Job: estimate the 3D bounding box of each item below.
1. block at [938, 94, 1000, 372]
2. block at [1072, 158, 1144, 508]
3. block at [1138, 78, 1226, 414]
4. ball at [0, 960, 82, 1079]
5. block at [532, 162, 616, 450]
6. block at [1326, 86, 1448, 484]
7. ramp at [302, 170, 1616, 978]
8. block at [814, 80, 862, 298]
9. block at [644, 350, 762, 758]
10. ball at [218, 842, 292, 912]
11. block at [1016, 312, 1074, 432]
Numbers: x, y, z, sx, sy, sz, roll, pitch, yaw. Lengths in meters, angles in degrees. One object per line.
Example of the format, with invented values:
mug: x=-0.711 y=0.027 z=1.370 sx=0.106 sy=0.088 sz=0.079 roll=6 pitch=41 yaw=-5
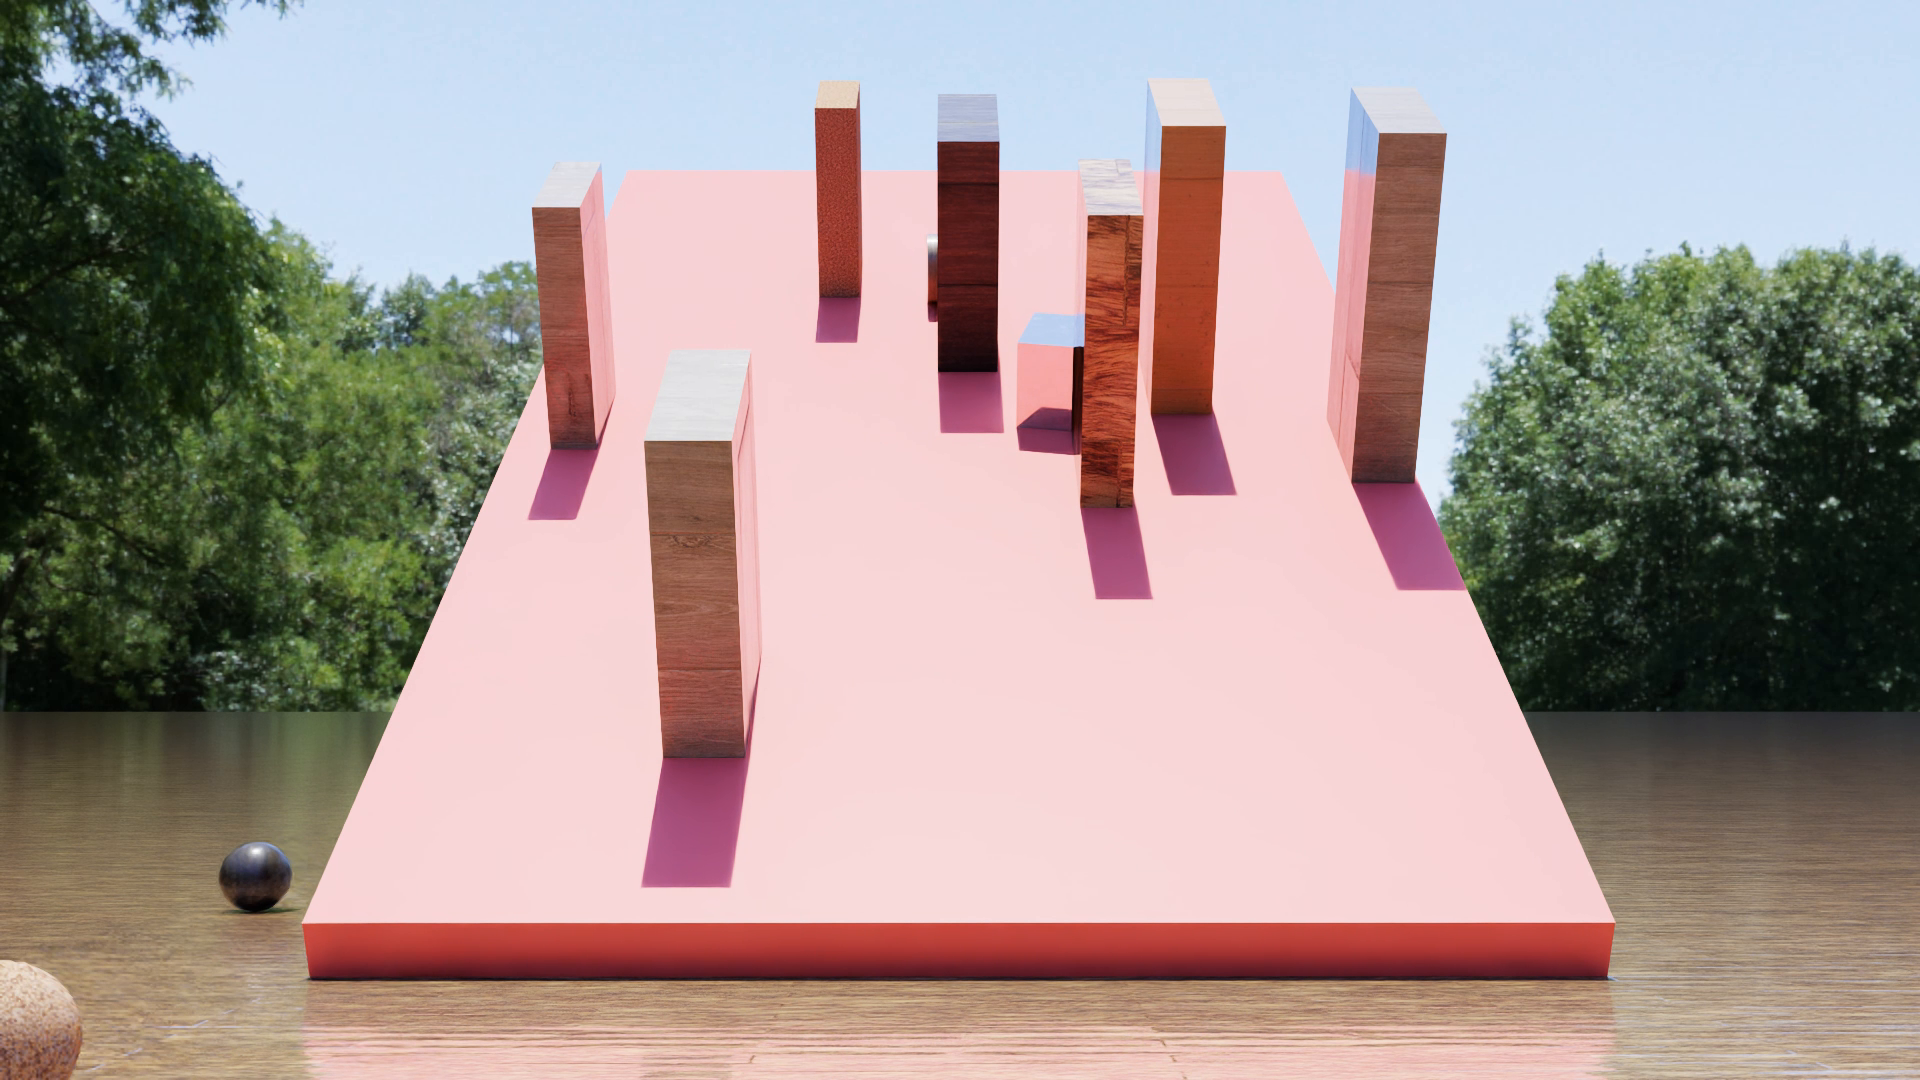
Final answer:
block: x=0.018 y=-0.753 z=5.726 sx=0.145 sy=0.570 sz=0.425 roll=0 pitch=25 yaw=0
block: x=0.308 y=-0.443 z=4.990 sx=0.111 sy=0.641 sz=0.397 roll=0 pitch=25 yaw=0
block: x=0.510 y=-0.686 z=5.457 sx=0.141 sy=0.681 sz=0.413 roll=0 pitch=25 yaw=0
ball: x=-0.972 y=0.506 z=2.373 sx=0.159 sy=0.159 sz=0.159 roll=0 pitch=-4 yaw=0
block: x=-0.860 y=-0.528 z=5.258 sx=0.102 sy=0.559 sz=0.342 roll=0 pitch=25 yaw=0
block: x=0.913 y=-0.551 z=5.067 sx=0.138 sy=0.773 sz=0.366 roll=0 pitch=25 yaw=0
ramp: x=-0.009 y=-0.229 z=5.402 sx=2.000 sy=0.100 sz=4.000 roll=0 pitch=25 yaw=0
block: x=-0.316 y=-0.922 z=6.156 sx=0.105 sy=0.504 sz=0.276 roll=0 pitch=25 yaw=0
block: x=-0.438 y=0.019 z=4.073 sx=0.141 sy=0.589 sz=0.411 roll=0 pitch=25 yaw=0
ball: x=-1.432 y=0.683 z=4.769 sx=0.142 sy=0.142 sz=0.142 roll=0 pitch=-4 yaw=0
block: x=0.250 y=-0.383 z=5.373 sx=0.205 sy=0.205 sz=0.205 roll=6 pitch=26 yaw=11
